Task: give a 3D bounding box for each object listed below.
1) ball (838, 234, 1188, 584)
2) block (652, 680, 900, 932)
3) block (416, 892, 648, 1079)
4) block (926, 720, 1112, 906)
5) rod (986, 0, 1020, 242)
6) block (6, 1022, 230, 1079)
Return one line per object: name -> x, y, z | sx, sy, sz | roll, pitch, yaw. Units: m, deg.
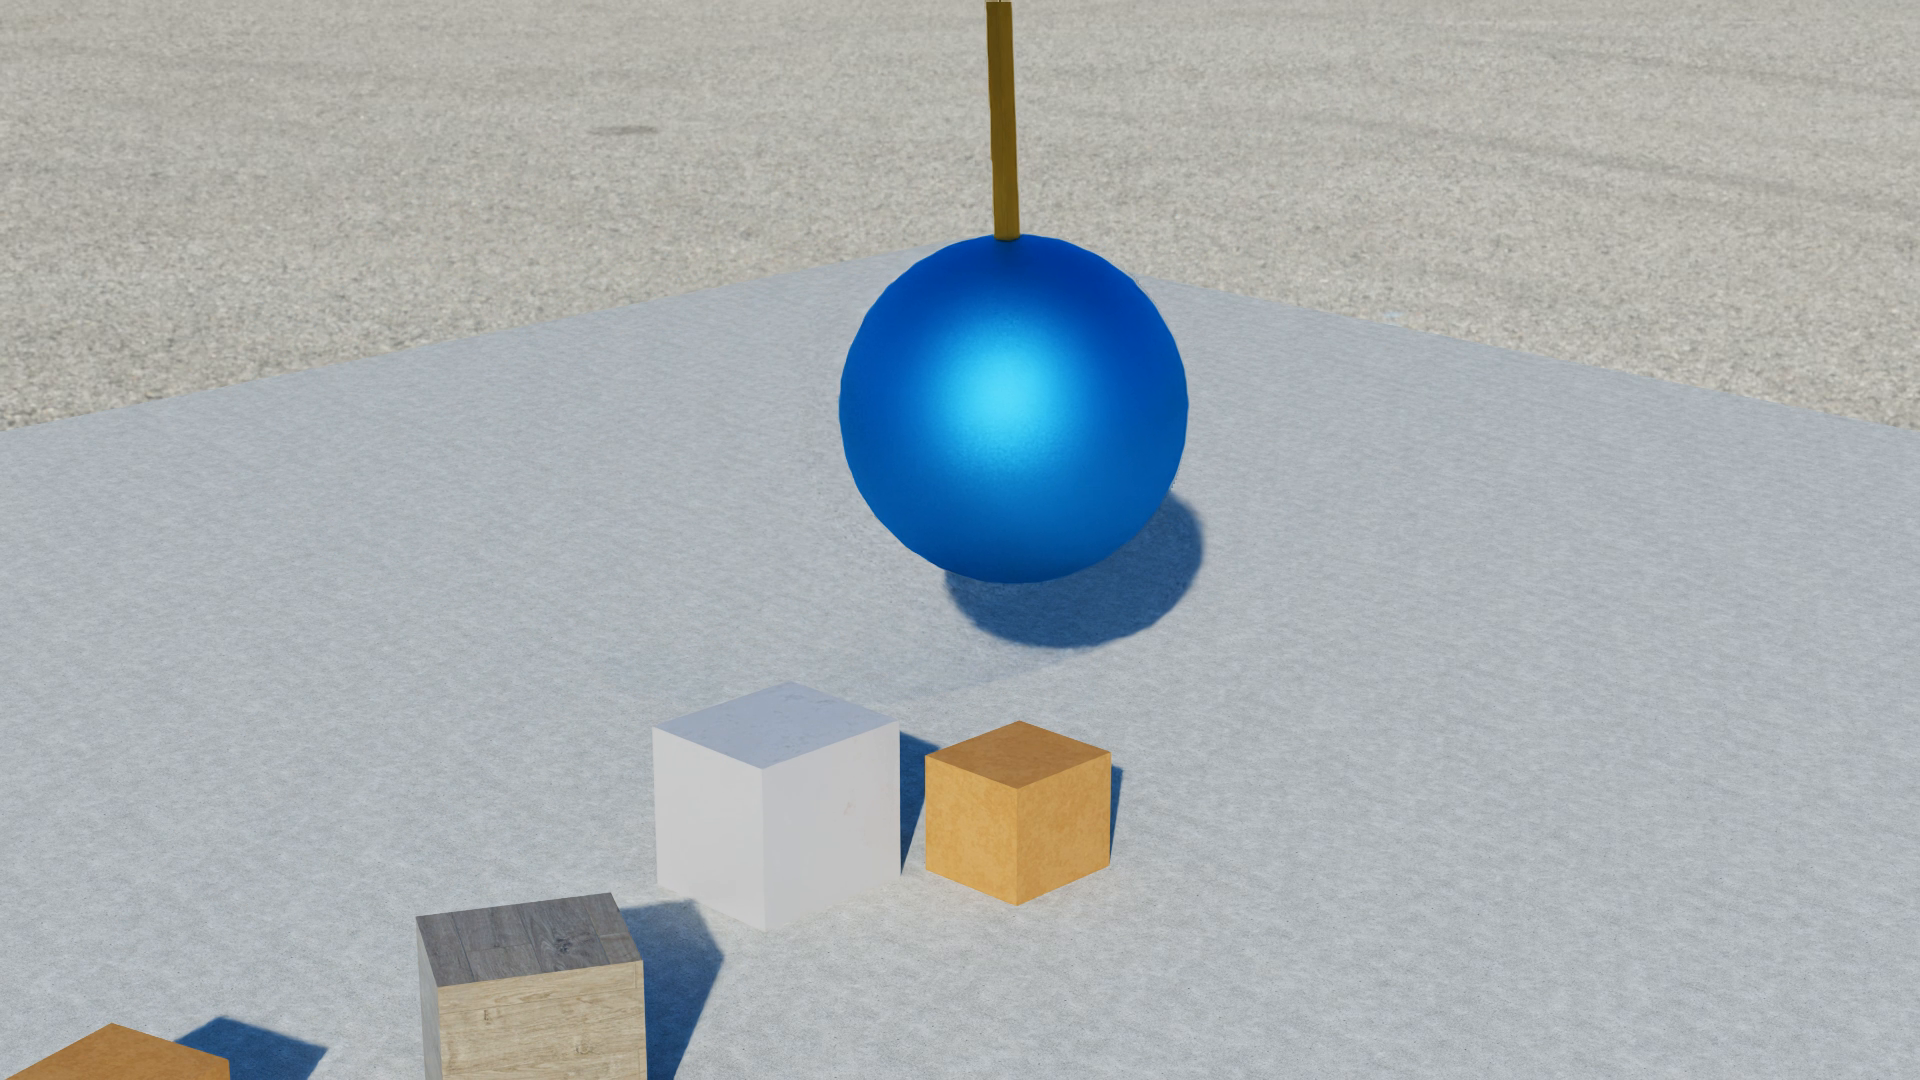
ball -> 0.244, -0.600, 13.409 | 1.600, 1.600, 1.600 | 0, 17, 0
block -> -0.826, 1.189, 13.282 | 0.734, 0.767, 0.831 | 16, 24, 42
block -> -1.639, 1.857, 11.211 | 0.761, 0.734, 0.641 | -5, 18, -16
block -> 0.266, 1.243, 13.447 | 0.577, 0.564, 0.625 | 16, 24, 42
rod -> 0.106, -3.796, 12.259 | 0.080, 5.200, 0.080 | 17, 27, 42
block -> -3.048, 2.153, 10.659 | 0.585, 0.500, 0.534 | 10, 20, 29
